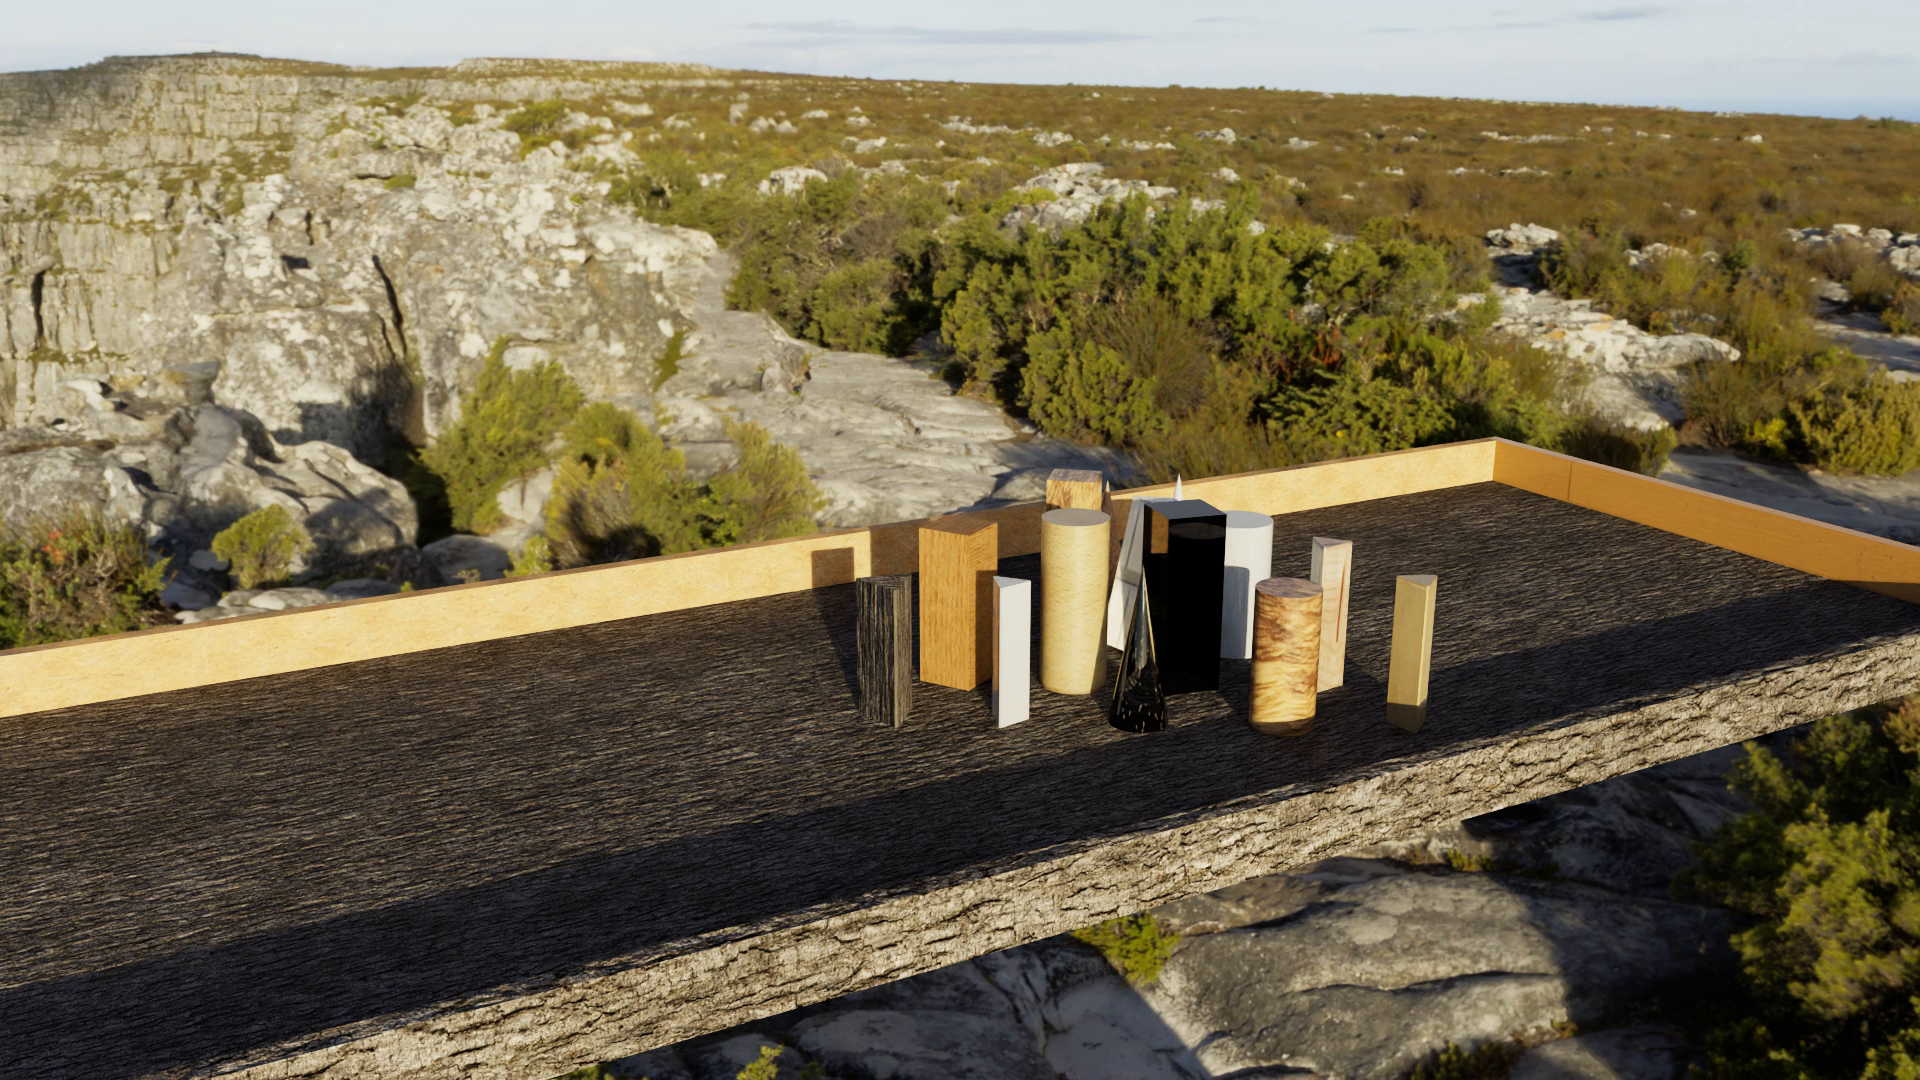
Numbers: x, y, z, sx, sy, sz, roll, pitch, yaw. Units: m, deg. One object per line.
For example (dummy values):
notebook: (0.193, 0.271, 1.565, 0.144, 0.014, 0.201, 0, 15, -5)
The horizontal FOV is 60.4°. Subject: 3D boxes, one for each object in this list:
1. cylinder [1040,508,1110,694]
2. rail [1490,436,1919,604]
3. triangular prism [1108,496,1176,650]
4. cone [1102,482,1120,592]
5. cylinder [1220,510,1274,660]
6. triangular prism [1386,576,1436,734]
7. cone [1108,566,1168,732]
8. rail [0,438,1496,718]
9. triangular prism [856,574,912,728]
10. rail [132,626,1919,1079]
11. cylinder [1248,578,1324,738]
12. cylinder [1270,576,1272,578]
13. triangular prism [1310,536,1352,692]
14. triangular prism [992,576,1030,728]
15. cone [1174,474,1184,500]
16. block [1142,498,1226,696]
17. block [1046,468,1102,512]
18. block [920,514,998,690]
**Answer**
cylinder: (0.283, 0.150, 4.081, 0.168, 0.430, 0.168, 0, 16, 0)
rail: (2.466, -0.048, 5.253, 0.050, 0.150, 2.100, -9, 18, -27)
triangular prism: (0.494, 0.090, 4.320, 0.130, 0.406, 0.113, 22, 20, 32)
cone: (0.431, -0.023, 4.861, 0.133, 0.322, 0.133, 0, 16, 0)
cylinder: (0.726, 0.116, 4.334, 0.176, 0.353, 0.176, 0, 16, 0)
triangular prism: (1.066, 0.259, 3.834, 0.080, 0.360, 0.093, -10, 19, -32)
cone: (0.421, 0.241, 3.844, 0.143, 0.389, 0.143, 0, 16, 0)
rail: (-3.305, 0.497, 3.399, 12.000, 0.150, 0.050, -9, 18, -27)
triangular prism: (-0.156, 0.253, 3.896, 0.131, 0.338, 0.114, 15, 22, 41)
rail: (-2.336, 1.006, 1.665, 12.000, 0.150, 0.050, -9, 18, -27)
cylinder: (0.755, 0.272, 3.830, 0.154, 0.339, 0.154, 0, 16, 0)
cylinder: (0.691, 0.180, 4.510, 0.353, 0.132, 0.132, -5, 17, -18)
triangular prism: (0.894, 0.181, 4.078, 0.094, 0.373, 0.082, -11, 20, -34)
triangular prism: (0.103, 0.258, 3.867, 0.091, 0.343, 0.079, -13, 21, -37)
cone: (0.605, 0.010, 4.606, 0.172, 0.403, 0.172, 0, 16, 0)
block: (0.547, 0.141, 4.075, 0.151, 0.451, 0.151, -5, 17, -16)
block: (0.315, 0.017, 4.581, 0.133, 0.404, 0.133, 4, 17, 12)
block: (-0.004, 0.154, 4.120, 0.141, 0.400, 0.141, 9, 19, 29)
